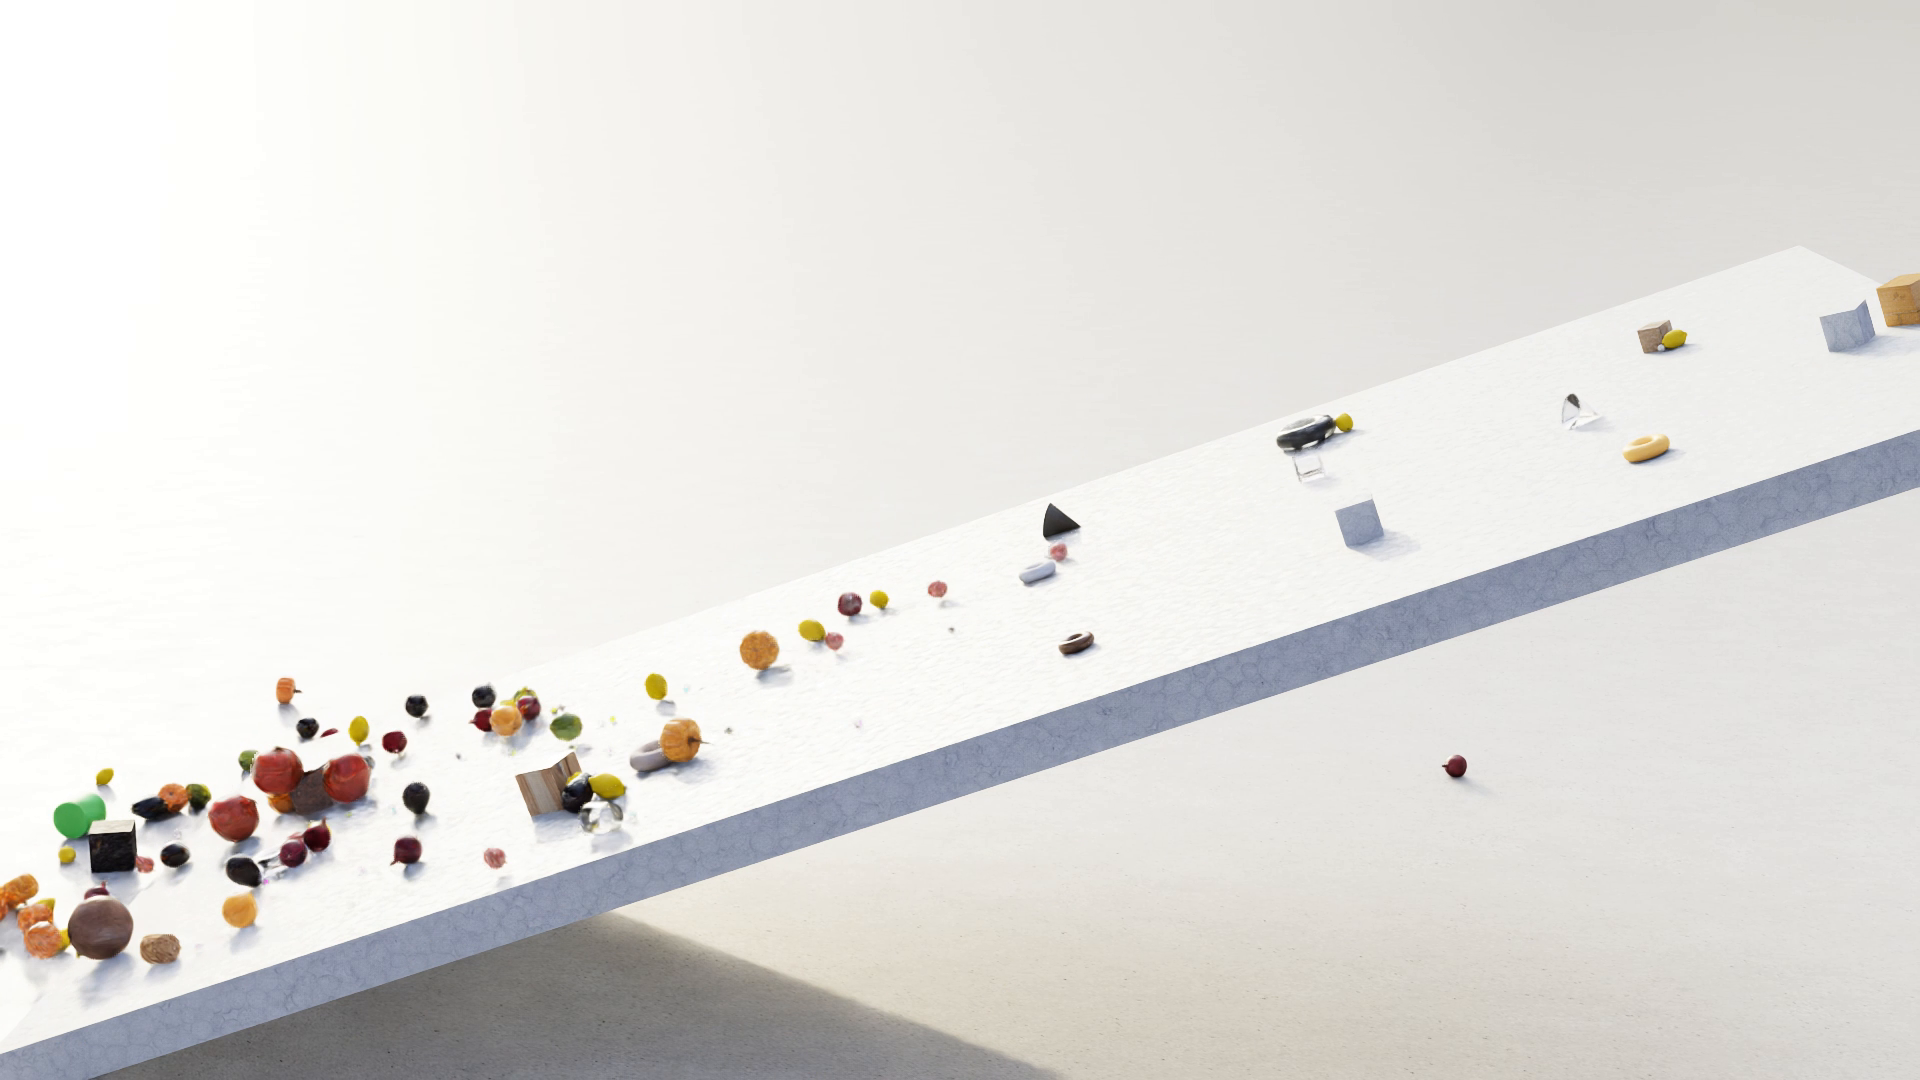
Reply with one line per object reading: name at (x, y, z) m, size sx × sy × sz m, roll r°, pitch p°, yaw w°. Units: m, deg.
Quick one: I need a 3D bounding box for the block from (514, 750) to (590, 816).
block at (-0.818, 0.488, 5.900) m, size 0.091 × 0.091 × 0.091 m, roll -13°, pitch 12°, yaw 29°

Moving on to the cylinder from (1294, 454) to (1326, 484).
cylinder at (0.761, -0.155, 6.400) m, size 0.054 × 0.054 × 0.054 m, roll -16°, pitch 8°, yaw 16°

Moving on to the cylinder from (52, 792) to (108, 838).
cylinder at (-2.140, 0.669, 7.153) m, size 0.093 × 0.093 × 0.093 m, roll 3°, pitch 13°, yaw 14°

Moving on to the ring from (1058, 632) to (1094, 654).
ring at (0.224, 0.198, 5.681) m, size 0.075 × 0.025 × 0.075 m, roll -20°, pitch 11°, yaw 4°

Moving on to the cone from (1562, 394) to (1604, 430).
cone at (1.289, -0.260, 6.046) m, size 0.076 × 0.076 × 0.076 m, roll 5°, pitch 10°, yaw -16°

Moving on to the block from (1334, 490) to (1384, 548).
block at (0.779, -0.041, 5.751) m, size 0.077 × 0.077 × 0.077 m, roll -18°, pitch 11°, yaw 9°

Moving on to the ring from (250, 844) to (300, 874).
ring at (-1.452, 0.676, 6.230) m, size 0.108 × 0.036 × 0.108 m, roll -18°, pitch 12°, yaw 4°

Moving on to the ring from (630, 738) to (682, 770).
ring at (-0.616, 0.434, 5.953) m, size 0.112 × 0.037 × 0.112 m, roll -16°, pitch 14°, yaw 4°

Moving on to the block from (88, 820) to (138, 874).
block at (-1.990, 0.719, 6.912) m, size 0.097 × 0.097 × 0.097 m, roll -2°, pitch 12°, yaw -9°

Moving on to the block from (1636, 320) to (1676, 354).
block at (1.537, -0.449, 6.487) m, size 0.054 × 0.054 × 0.054 m, roll -8°, pitch 16°, yaw 47°

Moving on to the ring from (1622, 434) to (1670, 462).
ring at (1.309, -0.176, 5.611) m, size 0.092 × 0.031 × 0.092 m, roll -20°, pitch 11°, yaw 4°

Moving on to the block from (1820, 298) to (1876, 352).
block at (1.785, -0.432, 5.916) m, size 0.075 × 0.075 × 0.075 m, roll -11°, pitch 14°, yaw 36°

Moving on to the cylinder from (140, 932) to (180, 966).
cylinder at (-1.567, 0.800, 5.762) m, size 0.059 × 0.059 × 0.059 m, roll -10°, pitch -8°, yaw -37°

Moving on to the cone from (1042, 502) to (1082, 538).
cone at (0.241, -0.038, 6.774) m, size 0.083 × 0.083 × 0.083 m, roll 11°, pitch 15°, yaw 14°

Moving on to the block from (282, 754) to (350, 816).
block at (-1.460, 0.556, 6.674) m, size 0.094 × 0.094 × 0.094 m, roll -17°, pitch 11°, yaw 14°

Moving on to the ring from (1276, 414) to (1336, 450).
ring at (0.800, -0.249, 6.804) m, size 0.147 × 0.049 × 0.147 m, roll -20°, pitch 11°, yaw 4°

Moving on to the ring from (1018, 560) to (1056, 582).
ring at (0.169, 0.068, 6.404) m, size 0.086 × 0.029 × 0.086 m, roll -19°, pitch 9°, yaw 3°

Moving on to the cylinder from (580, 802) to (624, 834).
cylinder at (-0.677, 0.526, 5.551) m, size 0.060 × 0.060 × 0.060 m, roll -12°, pitch 3°, yaw -44°

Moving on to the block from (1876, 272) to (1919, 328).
block at (1.917, -0.486, 5.932) m, size 0.082 × 0.082 × 0.082 m, roll -26°, pitch 13°, yaw -32°

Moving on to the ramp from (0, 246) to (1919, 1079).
ramp at (0.109, 0.179, 6.303) m, size 4.000 × 0.100 × 2.000 m, roll -18°, pitch 11°, yaw 6°
